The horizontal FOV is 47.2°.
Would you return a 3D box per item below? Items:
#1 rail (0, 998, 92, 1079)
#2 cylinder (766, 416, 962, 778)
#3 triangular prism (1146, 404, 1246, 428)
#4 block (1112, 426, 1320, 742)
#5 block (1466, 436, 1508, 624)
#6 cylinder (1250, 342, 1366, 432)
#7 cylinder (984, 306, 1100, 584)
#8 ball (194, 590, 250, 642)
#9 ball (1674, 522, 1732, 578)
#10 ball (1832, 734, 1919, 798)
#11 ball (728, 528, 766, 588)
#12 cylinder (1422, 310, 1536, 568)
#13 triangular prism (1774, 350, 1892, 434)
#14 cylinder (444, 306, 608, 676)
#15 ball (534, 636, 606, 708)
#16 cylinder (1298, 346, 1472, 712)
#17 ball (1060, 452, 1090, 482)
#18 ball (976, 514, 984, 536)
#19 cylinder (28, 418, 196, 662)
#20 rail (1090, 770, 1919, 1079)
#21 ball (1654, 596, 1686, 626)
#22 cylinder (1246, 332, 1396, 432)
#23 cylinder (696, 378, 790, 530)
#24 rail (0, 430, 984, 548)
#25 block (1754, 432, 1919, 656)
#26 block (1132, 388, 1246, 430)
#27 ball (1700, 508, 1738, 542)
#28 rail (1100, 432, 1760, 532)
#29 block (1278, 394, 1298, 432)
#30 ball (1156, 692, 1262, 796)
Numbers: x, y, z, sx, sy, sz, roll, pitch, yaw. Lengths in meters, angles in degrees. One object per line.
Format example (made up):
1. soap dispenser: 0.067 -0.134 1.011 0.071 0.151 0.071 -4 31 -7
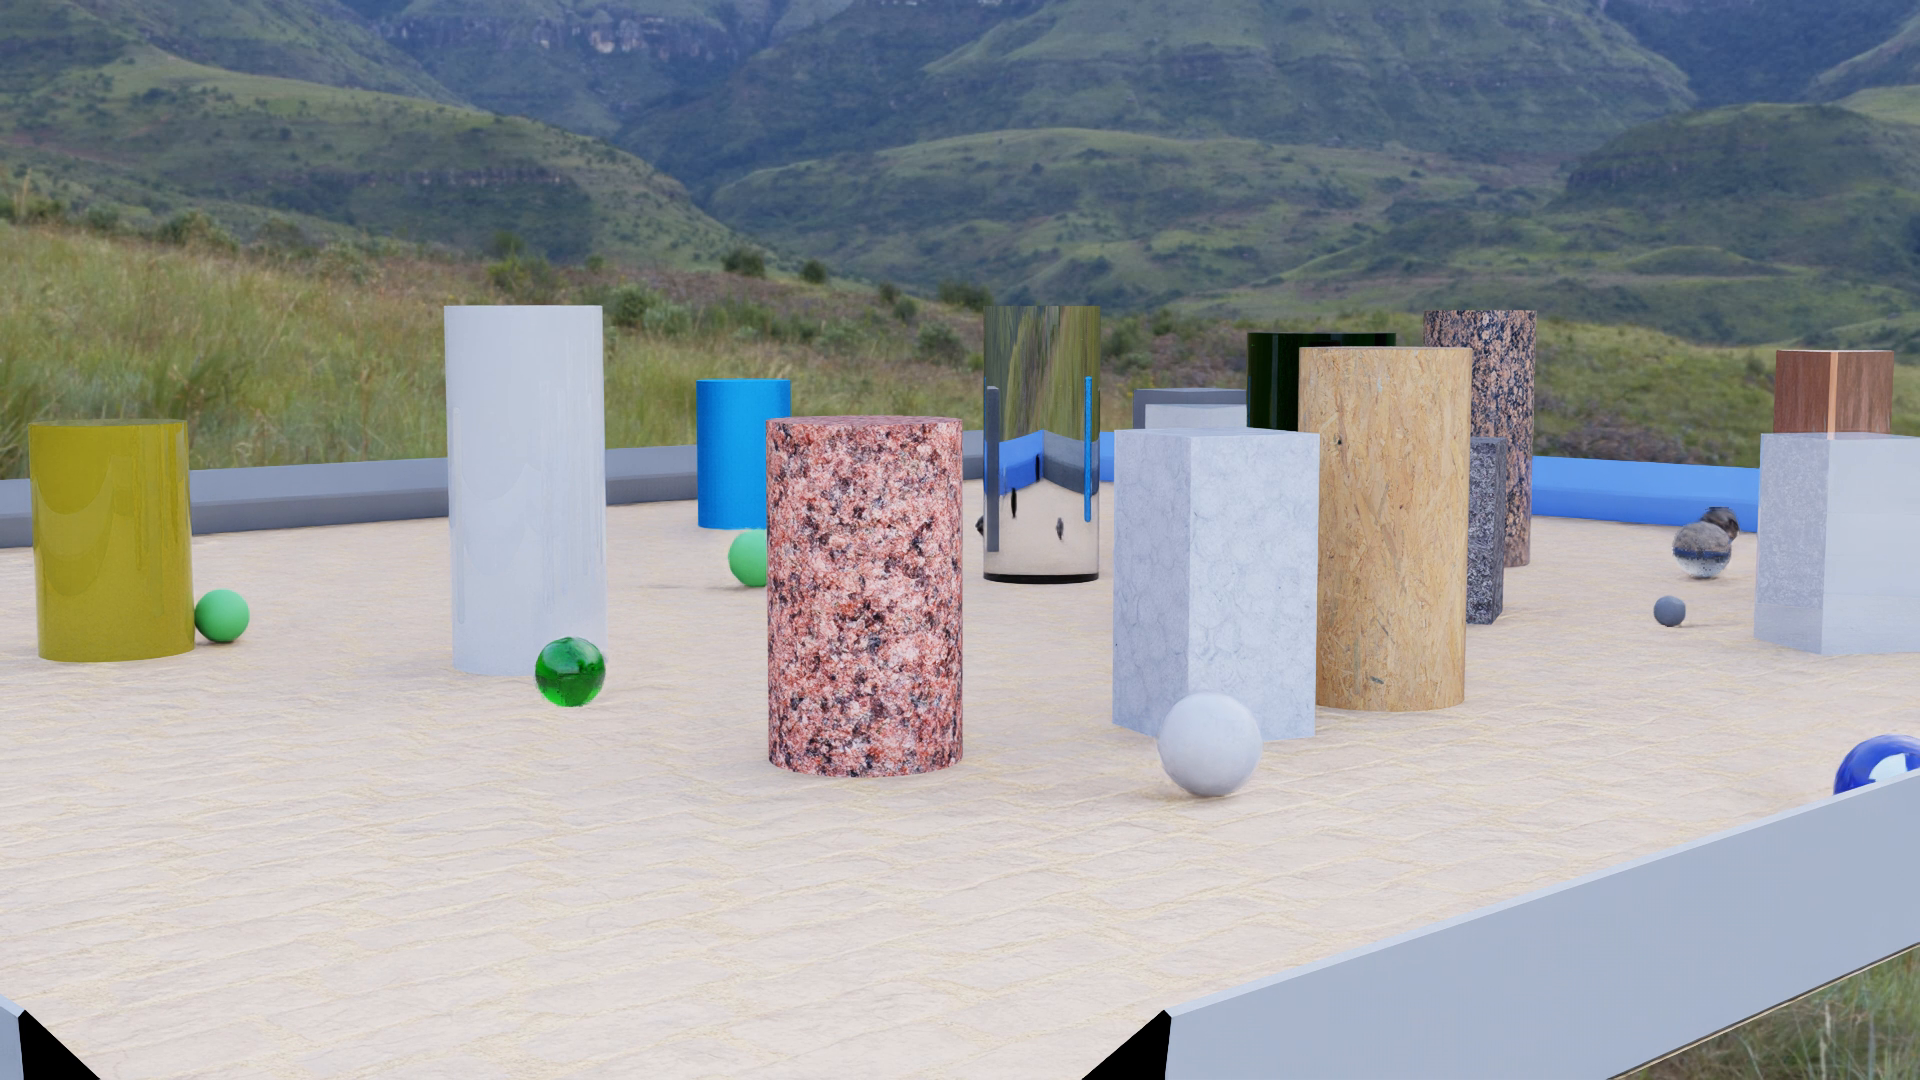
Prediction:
1. rail: -1.379 0.166 2.066 0.045 0.126 3.568 -6 8 -42
2. cylinder: -0.094 0.049 2.175 0.193 0.336 0.193 0 6 0
3. triangular prism: 0.332 -0.041 3.183 0.145 0.306 0.167 4 7 36
4. block: 0.267 0.044 2.318 0.155 0.317 0.155 -3 7 -26
5. block: 0.705 -0.018 3.196 0.155 0.257 0.155 2 6 20
6. cylinder: 0.594 -0.145 3.771 0.193 0.389 0.193 0 6 0
7. cylinder: 0.135 -0.161 3.638 0.193 0.450 0.193 0 6 0
8. ball: -0.988 0.102 2.943 0.071 0.071 0.071 0 6 0
9. ball: 1.235 0.016 3.655 0.093 0.093 0.093 0 6 0
10. ball: 0.771 0.208 1.811 0.097 0.097 0.097 0 6 0
11. ball: -0.324 0.029 3.527 0.095 0.095 0.095 0 6 0
12. cylinder: 0.909 -0.182 3.868 0.193 0.442 0.193 0 6 0
13. triangular prism: 1.333 -0.104 3.427 0.167 0.380 0.145 -5 8 -38
14. cylinder: -0.541 -0.067 2.750 0.193 0.448 0.193 0 6 0
15. ball: -0.437 0.148 2.468 0.079 0.079 0.079 0 6 0
16. cylinder: 0.482 -0.019 2.515 0.193 0.400 0.193 0 6 0
17. ball: 0.299 -0.189 5.685 0.077 0.077 0.077 0 6 0
18. ball: 0.054 -0.029 4.325 0.043 0.043 0.043 0 6 0
19. cylinder: -1.102 -0.004 2.860 0.193 0.299 0.193 0 6 0
20. rail: 1.194 0.168 2.045 3.801 0.126 0.045 -6 8 -42
21. ball: 0.997 0.100 3.090 0.044 0.044 0.044 0 6 0
22. cylinder: 0.473 -0.065 2.897 0.193 0.414 0.193 0 6 0
23. cylinder: -0.445 -0.179 4.532 0.193 0.299 0.193 0 6 0
24. rail: -1.194 -0.102 4.619 3.801 0.126 0.045 -6 8 -42
25. block: 1.170 0.001 2.915 0.155 0.278 0.155 -1 6 -12
26. block: 0.423 -0.124 4.000 0.155 0.299 0.155 -4 7 -33
27. ball: 1.423 -0.023 4.126 0.072 0.072 0.072 0 6 0
28. rail: 1.379 -0.100 4.598 0.045 0.126 3.568 -6 8 -42
29. block: 0.734 -0.154 4.429 0.155 0.269 0.155 3 7 23
30. ball: 0.228 0.187 2.017 0.095 0.095 0.095 0 6 0
